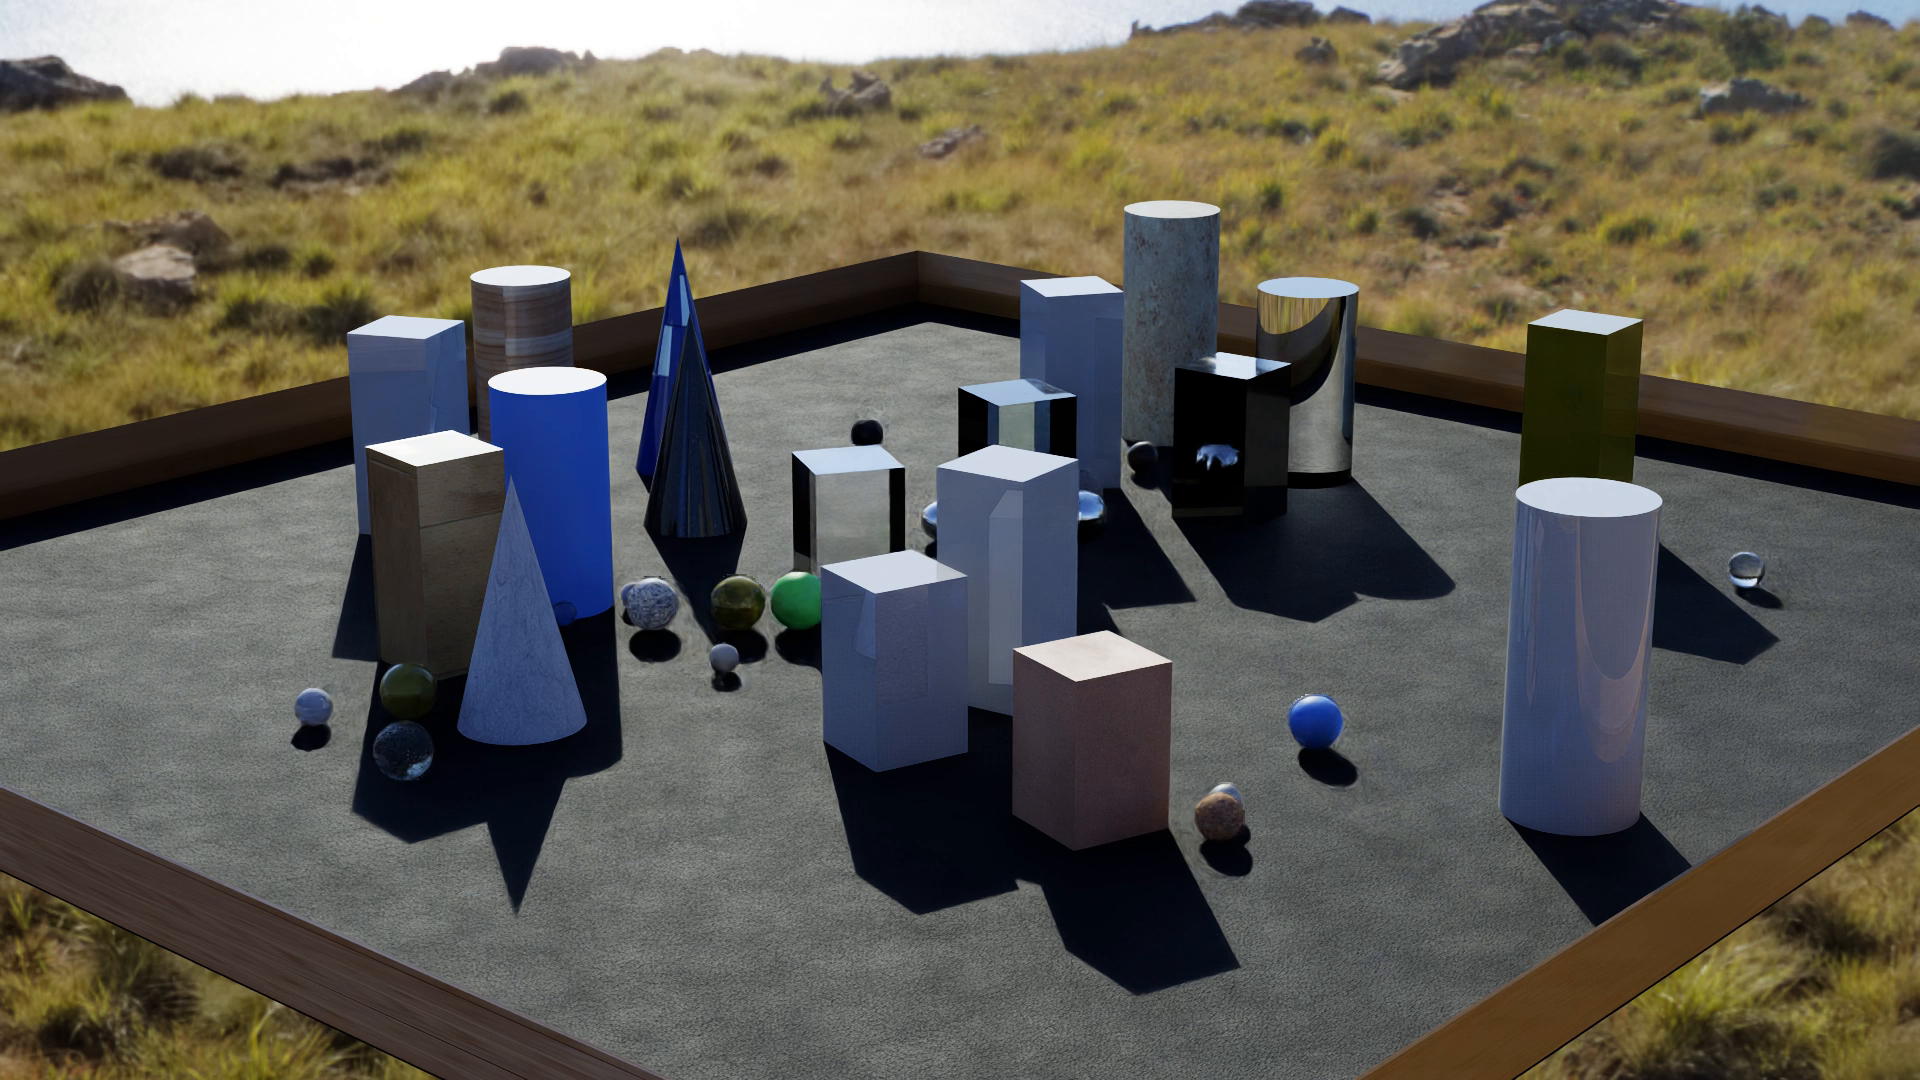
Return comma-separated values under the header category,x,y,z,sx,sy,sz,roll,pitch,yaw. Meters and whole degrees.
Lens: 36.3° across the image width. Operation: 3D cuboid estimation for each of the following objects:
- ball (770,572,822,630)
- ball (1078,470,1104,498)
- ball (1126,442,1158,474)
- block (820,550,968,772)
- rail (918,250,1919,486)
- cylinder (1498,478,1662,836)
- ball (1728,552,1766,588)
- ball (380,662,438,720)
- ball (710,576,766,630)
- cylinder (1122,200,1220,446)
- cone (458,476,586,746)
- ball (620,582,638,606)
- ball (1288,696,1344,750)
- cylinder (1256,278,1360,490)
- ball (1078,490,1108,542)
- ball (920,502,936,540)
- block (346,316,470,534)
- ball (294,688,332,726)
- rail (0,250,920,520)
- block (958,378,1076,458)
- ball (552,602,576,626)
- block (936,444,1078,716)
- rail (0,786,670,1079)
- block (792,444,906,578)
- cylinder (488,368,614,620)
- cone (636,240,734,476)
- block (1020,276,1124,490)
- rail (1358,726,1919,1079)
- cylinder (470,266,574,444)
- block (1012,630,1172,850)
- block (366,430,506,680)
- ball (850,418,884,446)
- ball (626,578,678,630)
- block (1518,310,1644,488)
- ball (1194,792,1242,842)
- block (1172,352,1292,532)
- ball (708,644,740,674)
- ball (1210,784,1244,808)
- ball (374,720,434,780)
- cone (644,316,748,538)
category,x,y,z,sx,sy,sz,roll,pitch,yaw
ball,-0.271,0.103,4.942,0.099,0.099,0.099,0,17,0
ball,0.225,-0.086,5.577,0.095,0.095,0.095,0,17,0
ball,0.368,-0.166,5.893,0.064,0.064,0.064,0,17,0
block,-0.098,0.179,4.382,0.159,0.277,0.159,-10,20,-31
rail,1.148,-0.349,6.386,3.369,0.129,0.045,14,22,39
cylinder,0.868,0.162,4.114,0.199,0.463,0.199,0,17,0
ball,1.387,0.052,5.169,0.064,0.064,0.064,0,17,0
ball,-0.852,0.233,4.529,0.089,0.089,0.089,0,17,0
ball,-0.375,0.107,4.940,0.093,0.093,0.093,0,17,0
cylinder,0.438,-0.453,6.127,0.199,0.480,0.199,0,17,0
cone,-0.675,0.092,4.464,0.199,0.396,0.199,0,17,0
ball,-0.560,0.096,5.052,0.048,0.048,0.048,0,17,0
ball,0.535,0.274,4.403,0.081,0.081,0.081,0,17,0
cylinder,0.686,-0.313,5.827,0.199,0.384,0.199,0,17,0
ball,0.225,-0.045,5.429,0.097,0.097,0.097,0,17,0
ball,-0.038,-0.035,5.434,0.071,0.071,0.071,0,17,0
block,-1.026,-0.211,5.489,0.159,0.384,0.159,5,18,17
ball,-0.993,0.256,4.501,0.059,0.059,0.059,0,17,0
rail,-1.254,-0.282,6.162,0.045,0.129,3.551,14,22,39
block,0.104,-0.127,5.359,0.159,0.297,0.159,-8,19,-26
ball,-0.671,0.125,4.965,0.043,0.043,0.043,0,17,0
block,0.074,0.062,4.590,0.159,0.379,0.159,11,20,33
rail,-1.148,0.414,3.853,3.369,0.129,0.045,14,22,39
block,-0.194,-0.024,5.113,0.159,0.242,0.159,-5,18,-17
cylinder,-0.700,-0.080,5.032,0.199,0.397,0.199,0,17,0
cone,-0.560,-0.377,5.884,0.199,0.474,0.199,0,17,0
block,0.218,-0.308,5.791,0.159,0.394,0.159,-5,17,-16
rail,1.254,0.346,4.077,0.045,0.129,3.551,14,22,39
cylinder,-0.882,-0.347,5.942,0.199,0.384,0.199,0,17,0
block,0.183,0.278,4.102,0.159,0.247,0.159,-10,19,-30
block,-0.842,0.025,4.749,0.159,0.360,0.159,-14,22,-38
ball,-0.192,-0.219,6.063,0.068,0.068,0.068,0,17,0
ball,-0.518,0.109,4.939,0.089,0.089,0.089,0,17,0
block,1.165,-0.221,5.516,0.159,0.388,0.159,12,21,35
ball,0.359,0.384,4.064,0.067,0.067,0.067,0,17,0
block,0.515,-0.188,5.568,0.159,0.294,0.159,12,21,35
ball,-0.381,0.191,4.735,0.049,0.049,0.049,0,17,0
ball,0.375,0.370,4.141,0.050,0.050,0.050,0,17,0
ball,-0.812,0.308,4.281,0.088,0.088,0.088,0,17,0
cone,-0.502,-0.229,5.506,0.199,0.409,0.199,0,17,0
